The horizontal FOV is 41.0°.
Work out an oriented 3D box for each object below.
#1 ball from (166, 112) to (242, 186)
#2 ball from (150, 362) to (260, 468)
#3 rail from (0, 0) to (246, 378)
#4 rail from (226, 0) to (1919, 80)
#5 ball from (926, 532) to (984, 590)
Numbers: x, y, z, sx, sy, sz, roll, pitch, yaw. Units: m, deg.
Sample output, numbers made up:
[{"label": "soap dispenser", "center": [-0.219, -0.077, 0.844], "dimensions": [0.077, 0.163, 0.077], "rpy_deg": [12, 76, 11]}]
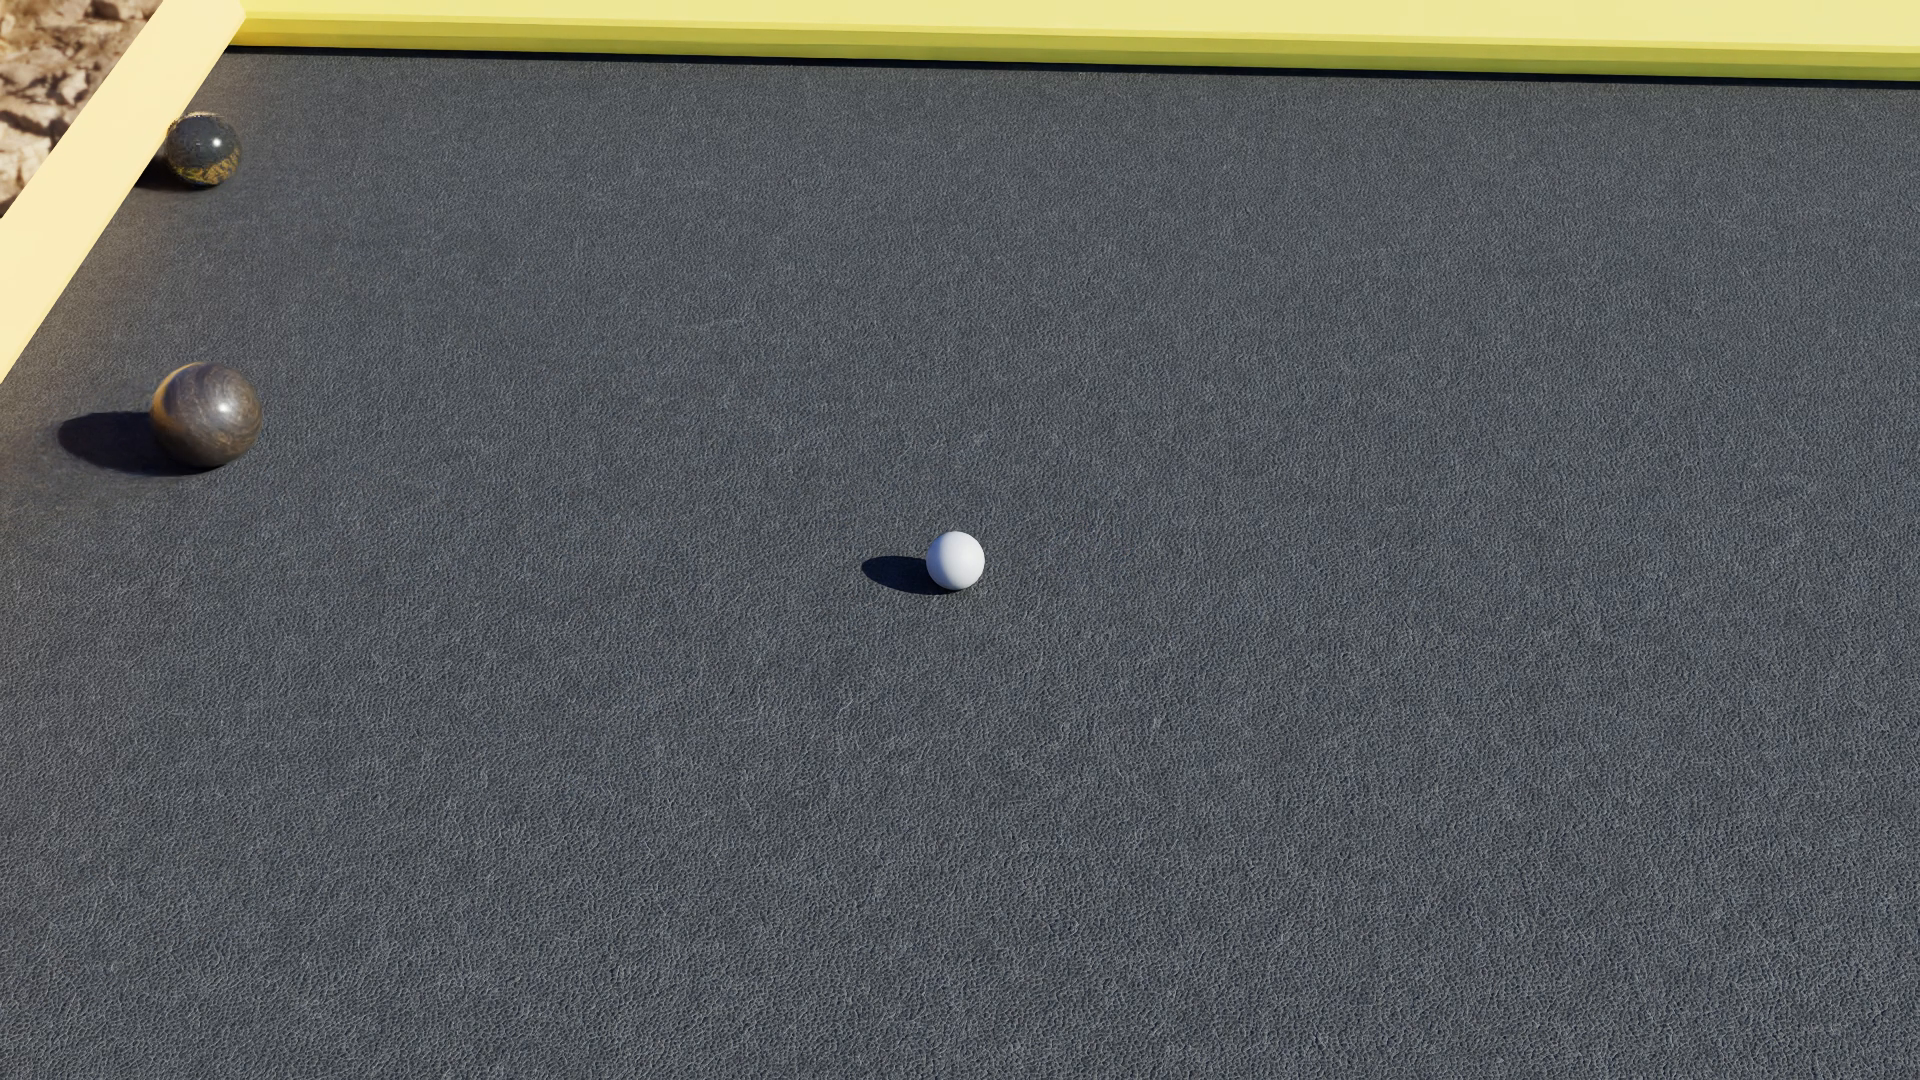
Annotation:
[{"label": "ball", "center": [-0.678, -0.351, 2.302], "dimensions": [0.065, 0.065, 0.065], "rpy_deg": [0, 35, 0]}, {"label": "ball", "center": [-0.567, -0.094, 1.928], "dimensions": [0.079, 0.079, 0.079], "rpy_deg": [0, 35, 0]}, {"label": "rail", "center": [-0.757, -0.039, 1.829], "dimensions": [0.045, 0.103, 1.724], "rpy_deg": [2, 35, 2]}, {"label": "rail", "center": [0.823, -0.479, 2.449], "dimensions": [3.128, 0.103, 0.045], "rpy_deg": [2, 35, 2]}, {"label": "ball", "center": [-0.003, 0.015, 1.808], "dimensions": [0.041, 0.041, 0.041], "rpy_deg": [0, 35, 0]}]
